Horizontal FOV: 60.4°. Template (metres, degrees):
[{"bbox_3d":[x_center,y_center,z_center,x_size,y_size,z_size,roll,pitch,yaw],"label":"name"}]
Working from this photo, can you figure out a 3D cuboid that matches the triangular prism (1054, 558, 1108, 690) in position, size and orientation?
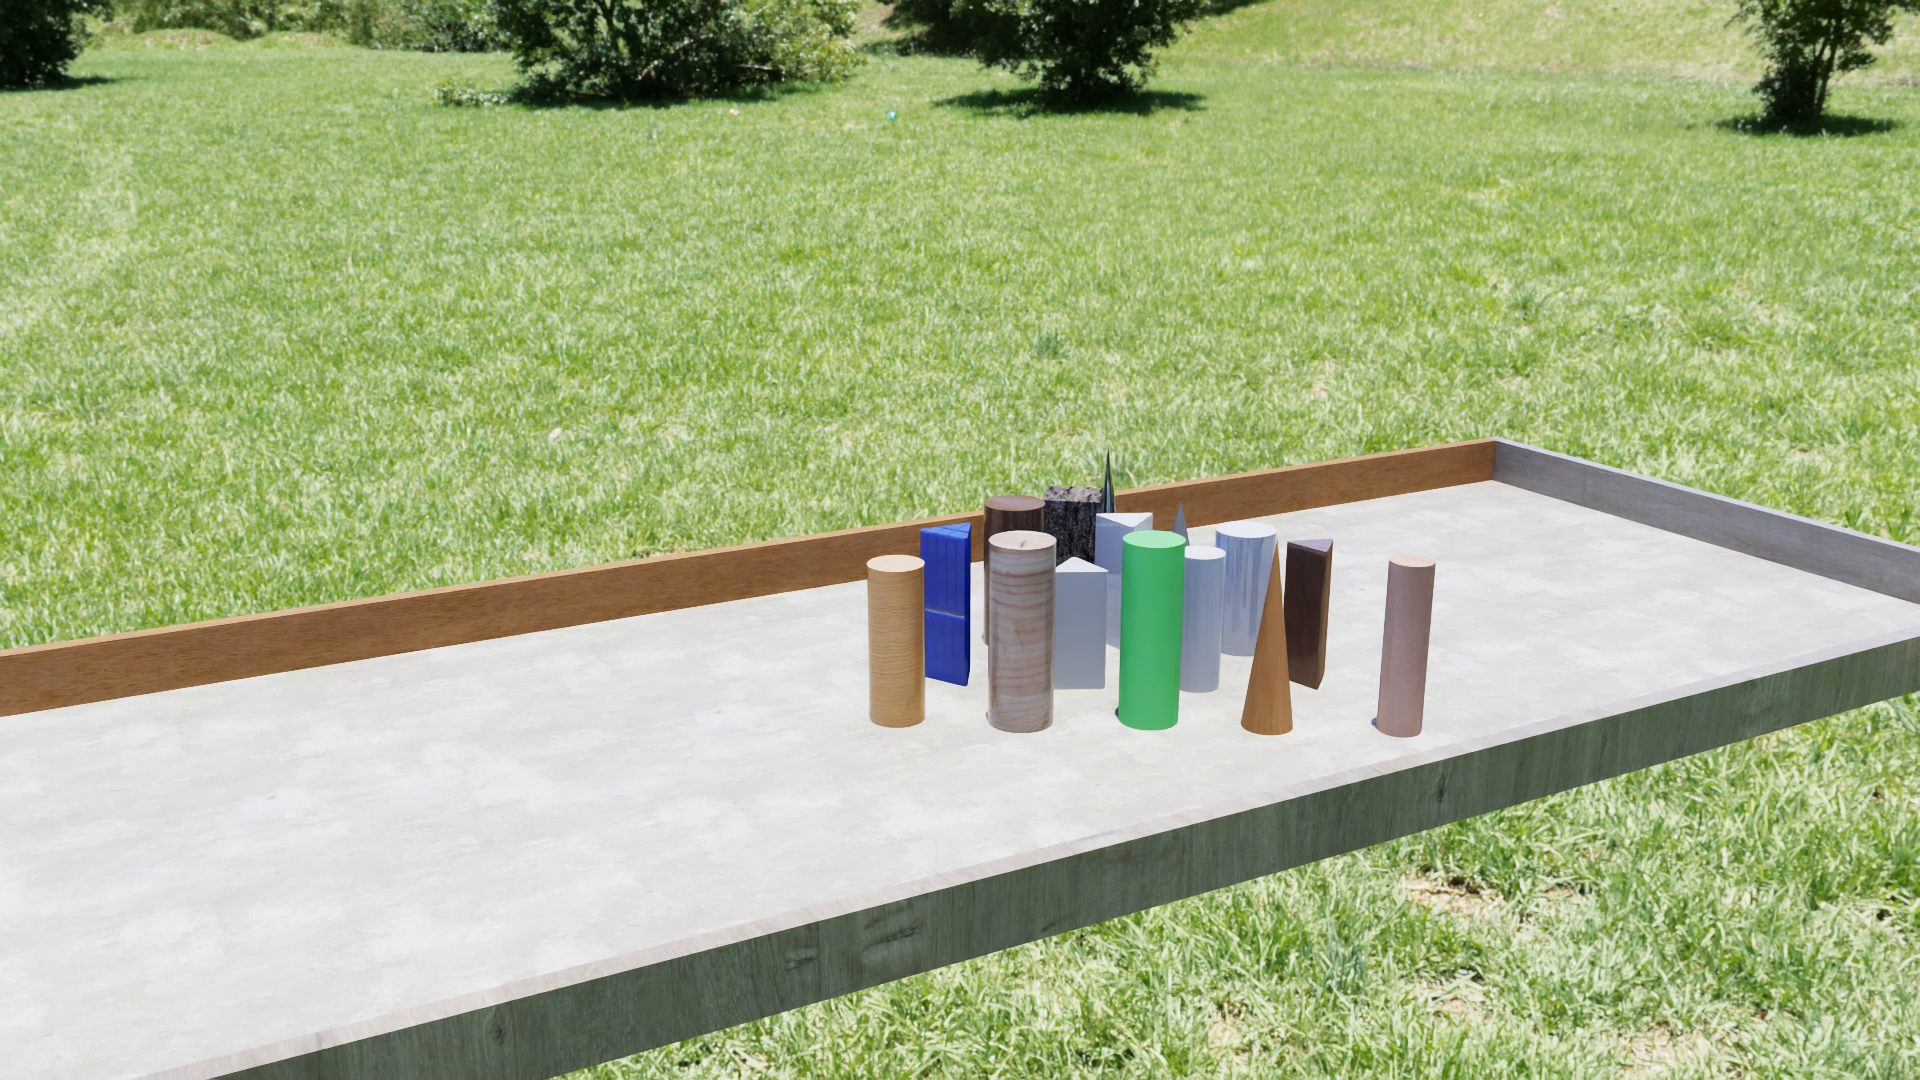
[{"bbox_3d":[0.288,0.206,4.110,0.140,0.306,0.121,-1,16,-2],"label":"triangular prism"}]

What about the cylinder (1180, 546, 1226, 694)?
[{"bbox_3d":[0.590,0.196,4.076,0.117,0.345,0.117,0,16,0],"label":"cylinder"}]

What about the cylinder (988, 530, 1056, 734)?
[{"bbox_3d":[0.143,0.213,3.839,0.155,0.445,0.155,0,16,0],"label":"cylinder"}]

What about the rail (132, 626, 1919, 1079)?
[{"bbox_3d":[-2.336,1.006,1.665,12.000,0.150,0.050,-9,18,-27],"label":"rail"}]

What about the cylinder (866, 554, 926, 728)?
[{"bbox_3d":[-0.149,0.237,3.868,0.134,0.383,0.134,0,16,0],"label":"cylinder"}]

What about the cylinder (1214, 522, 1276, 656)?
[{"bbox_3d":[0.746,0.127,4.345,0.158,0.325,0.158,0,16,0],"label":"cylinder"}]

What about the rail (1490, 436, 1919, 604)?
[{"bbox_3d":[2.466,-0.048,5.253,0.050,0.150,2.100,-9,18,-27],"label":"rail"}]

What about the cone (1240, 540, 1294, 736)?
[{"bbox_3d":[0.721,0.215,3.809,0.122,0.460,0.122,0,16,0],"label":"cone"}]

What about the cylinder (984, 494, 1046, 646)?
[{"bbox_3d":[0.143,0.086,4.380,0.161,0.384,0.161,0,16,0],"label":"cylinder"}]

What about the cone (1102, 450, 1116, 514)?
[{"bbox_3d":[0.429,-0.067,4.827,0.123,0.427,0.123,0,16,0],"label":"cone"}]

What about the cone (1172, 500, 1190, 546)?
[{"bbox_3d":[0.610,0.049,4.602,0.155,0.331,0.155,0,16,0],"label":"cone"}]

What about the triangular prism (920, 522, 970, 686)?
[{"bbox_3d":[-0.009,0.156,4.141,0.137,0.386,0.118,11,19,32],"label":"triangular prism"}]

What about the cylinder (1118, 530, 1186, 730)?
[{"bbox_3d":[0.446,0.211,3.848,0.143,0.445,0.143,0,16,0],"label":"cylinder"}]

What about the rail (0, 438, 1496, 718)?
[{"bbox_3d":[-3.305,0.497,3.399,12.000,0.150,0.050,-9,18,-27],"label":"rail"}]

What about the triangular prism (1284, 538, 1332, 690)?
[{"bbox_3d":[0.886,0.178,4.115,0.103,0.358,0.118,-14,21,-39],"label":"triangular prism"}]

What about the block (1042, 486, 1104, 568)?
[{"bbox_3d":[0.313,0.041,4.596,0.157,0.350,0.157,3,17,9],"label":"block"}]

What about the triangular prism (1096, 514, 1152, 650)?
[{"bbox_3d":[0.456,0.105,4.385,0.129,0.346,0.149,-11,19,-32],"label":"triangular prism"}]

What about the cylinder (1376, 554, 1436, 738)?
[{"bbox_3d":[1.025,0.244,3.794,0.103,0.413,0.103,0,16,0],"label":"cylinder"}]
